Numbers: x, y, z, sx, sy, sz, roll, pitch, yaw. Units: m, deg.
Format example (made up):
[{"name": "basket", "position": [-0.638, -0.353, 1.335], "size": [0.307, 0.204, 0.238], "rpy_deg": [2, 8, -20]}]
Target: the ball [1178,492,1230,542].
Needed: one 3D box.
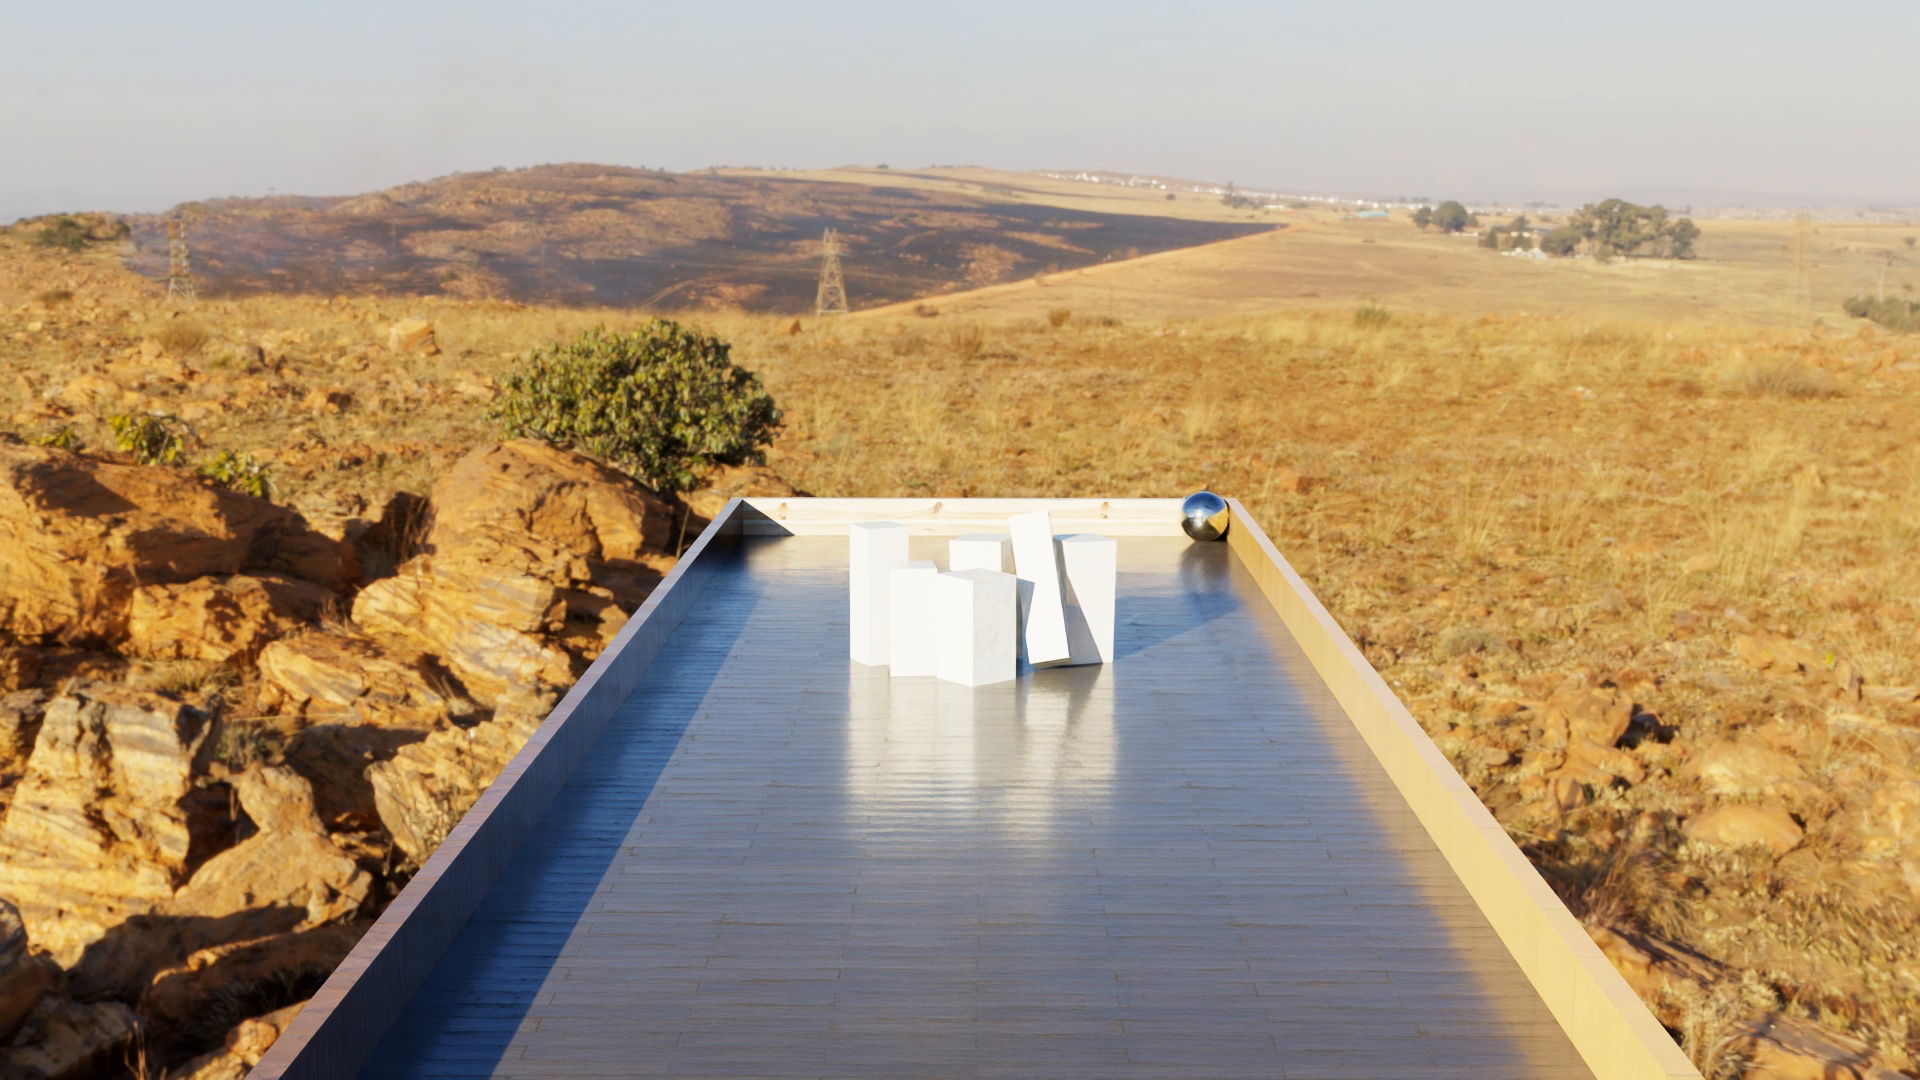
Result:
[{"name": "ball", "position": [0.994, -0.095, 8.959], "size": [0.204, 0.204, 0.204], "rpy_deg": [0, 9, 0]}]

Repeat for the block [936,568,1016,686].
[{"name": "block", "position": [0.048, 0.253, 6.429], "size": [0.164, 0.309, 0.164], "rpy_deg": [-7, 12, -39]}]

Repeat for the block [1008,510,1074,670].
[{"name": "block", "position": [0.242, 0.148, 6.557], "size": [0.117, 0.450, 0.117], "rpy_deg": [-10, -13, 7]}]

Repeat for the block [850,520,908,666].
[{"name": "block", "position": [-0.245, 0.160, 6.669], "size": [0.134, 0.416, 0.134], "rpy_deg": [-5, 10, -27]}]

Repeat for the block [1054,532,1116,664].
[{"name": "block", "position": [0.361, 0.177, 6.692], "size": [0.162, 0.372, 0.162], "rpy_deg": [-2, 9, -22]}]

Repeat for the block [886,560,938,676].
[{"name": "block", "position": [-0.143, 0.232, 6.529], "size": [0.137, 0.319, 0.137], "rpy_deg": [-1, 9, -6]}]

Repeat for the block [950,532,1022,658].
[{"name": "block", "position": [0.081, 0.177, 6.681], "size": [0.164, 0.374, 0.164], "rpy_deg": [2, 9, 22]}]

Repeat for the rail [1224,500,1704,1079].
[{"name": "rail", "position": [1.046, 0.843, 3.208], "size": [0.050, 0.150, 12.000], "rpy_deg": [0, 9, 1]}]

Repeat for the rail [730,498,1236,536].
[{"name": "rail", "position": [0.099, -0.098, 9.147], "size": [2.100, 0.150, 0.050], "rpy_deg": [0, 9, 1]}]

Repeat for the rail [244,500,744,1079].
[{"name": "rail", "position": [-1.004, 0.839, 3.234], "size": [0.050, 0.150, 12.000], "rpy_deg": [0, 9, 1]}]
